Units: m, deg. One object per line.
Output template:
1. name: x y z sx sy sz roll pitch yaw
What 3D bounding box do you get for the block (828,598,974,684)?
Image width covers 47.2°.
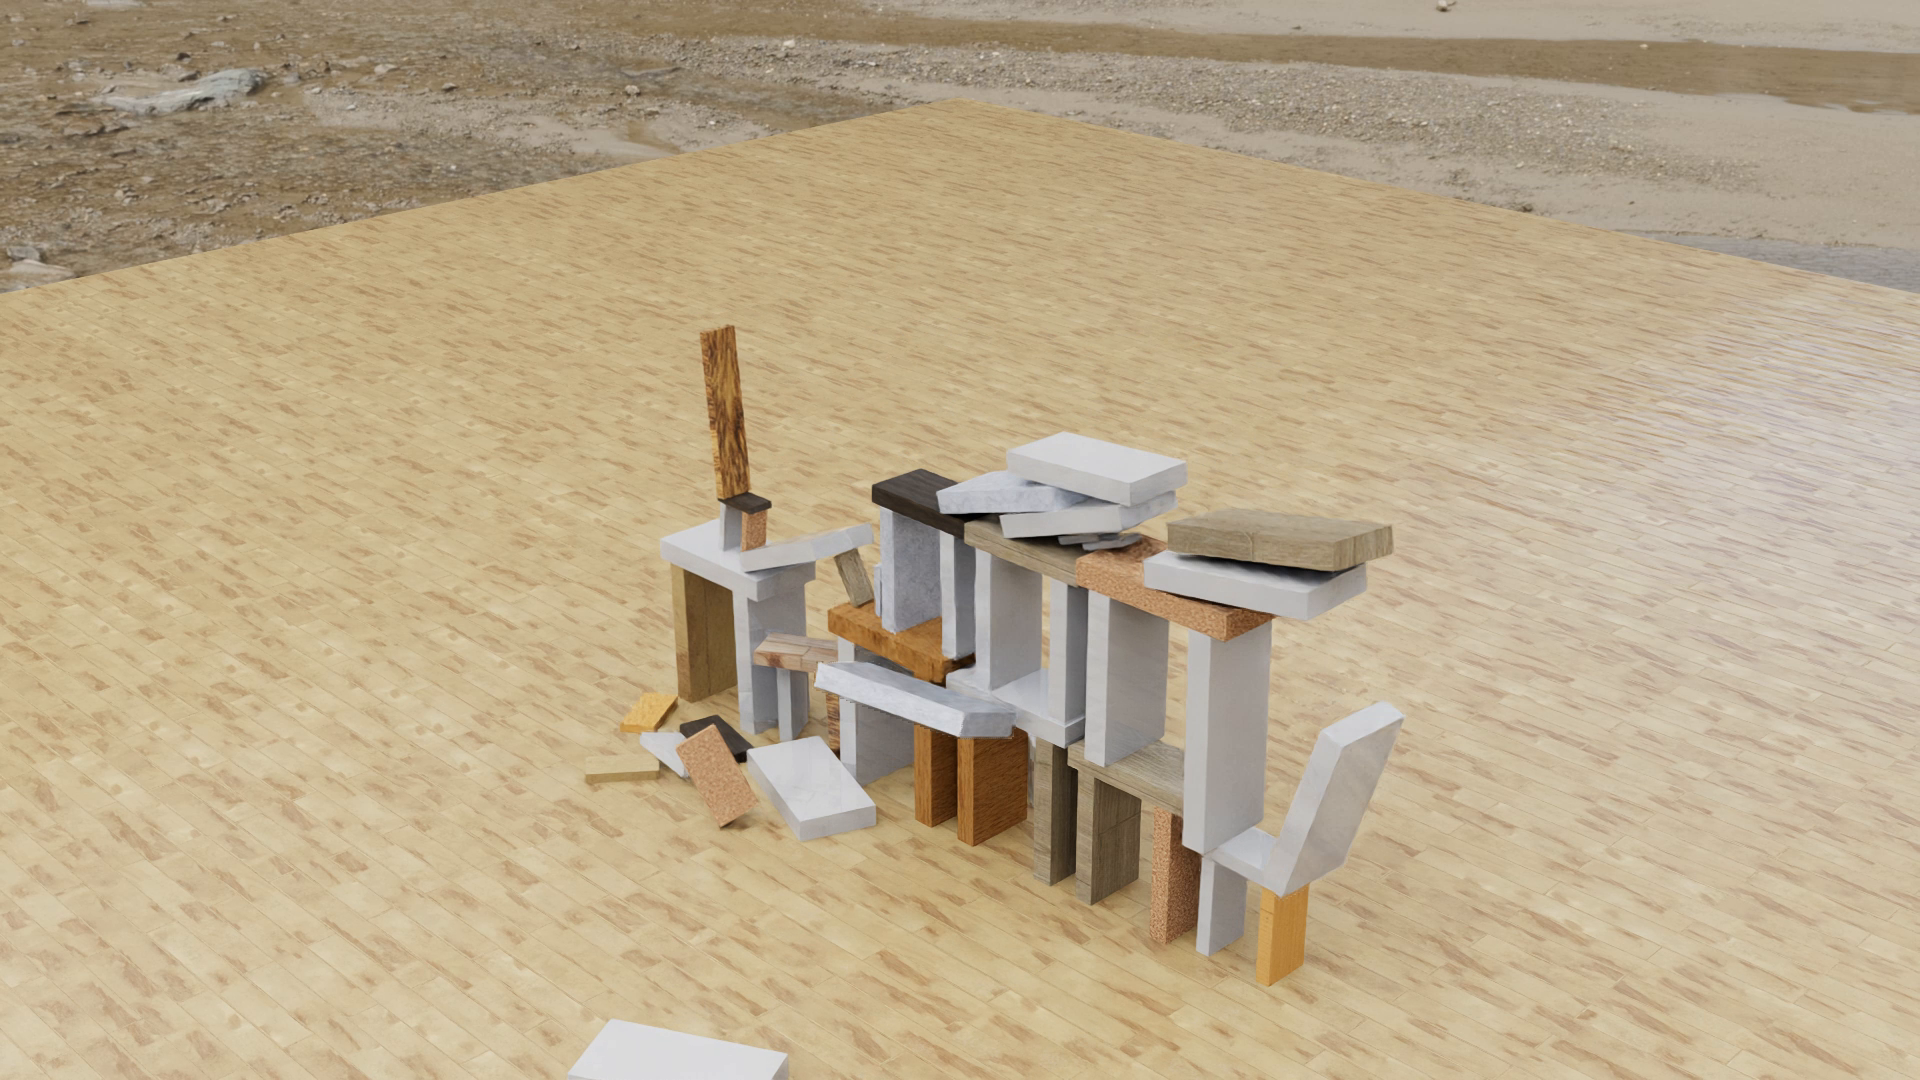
1. block: -0.092 0.187 4.404 0.167 0.047 0.334 -21 31 -40

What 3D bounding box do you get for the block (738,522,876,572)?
1. block: -0.321 0.016 4.561 0.148 0.042 0.297 -17 5 -35

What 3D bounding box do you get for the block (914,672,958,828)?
1. block: -0.015 0.393 4.406 0.167 0.334 0.047 -21 31 -41

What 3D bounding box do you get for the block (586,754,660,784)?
1. block: -0.706 0.478 4.607 0.152 0.022 0.076 -3 23 -6

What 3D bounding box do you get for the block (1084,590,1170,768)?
1. block: 0.304 0.226 3.986 0.048 0.339 0.170 21 31 40

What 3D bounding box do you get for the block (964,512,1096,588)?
1. block: 0.160 0.008 4.053 0.143 0.041 0.286 -21 31 -40

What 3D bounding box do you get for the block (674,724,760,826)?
1. block: -0.485 0.471 4.393 0.092 0.184 0.026 -30 8 -8

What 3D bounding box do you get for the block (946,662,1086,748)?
1. block: 0.138 0.301 4.202 0.310 0.044 0.155 21 31 40

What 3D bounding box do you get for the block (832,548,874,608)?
1. block: -0.214 0.075 4.474 0.016 0.110 0.055 -19 4 46

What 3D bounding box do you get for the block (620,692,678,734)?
1. block: -0.682 0.382 4.834 0.076 0.022 0.152 5 24 12

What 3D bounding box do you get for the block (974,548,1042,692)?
1. block: 0.093 0.132 4.179 0.041 0.286 0.143 21 31 40

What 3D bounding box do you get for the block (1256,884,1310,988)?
1. block: 0.572 0.681 3.896 0.029 0.203 0.102 22 31 40

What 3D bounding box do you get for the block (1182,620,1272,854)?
1. block: 0.468 0.328 3.851 0.170 0.423 0.048 -21 30 -40

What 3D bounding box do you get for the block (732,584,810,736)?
1. block: -0.407 0.243 4.768 0.046 0.328 0.164 19 30 40

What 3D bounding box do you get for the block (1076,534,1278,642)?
1. block: 0.385 0.079 3.835 0.170 0.048 0.339 -21 31 -40

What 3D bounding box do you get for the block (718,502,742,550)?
1. block: -0.492 -0.036 4.742 0.016 0.112 0.056 29 35 36

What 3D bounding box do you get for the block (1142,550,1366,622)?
1. block: 0.494 0.059 3.705 0.338 0.048 0.169 12 25 43

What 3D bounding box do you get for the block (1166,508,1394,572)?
1. block: 0.532 -0.003 3.674 0.338 0.048 0.169 8 15 44

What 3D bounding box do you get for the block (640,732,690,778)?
1. block: -0.589 0.451 4.632 0.092 0.026 0.184 4 16 -39

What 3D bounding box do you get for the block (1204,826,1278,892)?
1. block: 0.525 0.557 3.886 0.102 0.029 0.203 -18 29 -37

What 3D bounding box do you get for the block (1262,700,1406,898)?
1. block: 0.627 0.437 3.705 0.169 0.338 0.048 -18 45 -40

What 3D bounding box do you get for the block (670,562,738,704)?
1. block: -0.558 0.184 4.907 0.164 0.328 0.046 -21 30 -41

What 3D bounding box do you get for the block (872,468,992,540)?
1. block: -0.035 -0.071 4.236 0.130 0.037 0.261 -20 30 -39

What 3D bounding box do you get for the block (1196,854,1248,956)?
1. block: 0.477 0.644 3.983 0.102 0.203 0.029 -21 32 -40

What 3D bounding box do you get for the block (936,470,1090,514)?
1. block: 0.115 -0.092 4.071 0.150 0.043 0.302 -21 14 -41

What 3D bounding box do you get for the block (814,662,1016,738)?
1. block: -0.087 0.300 4.148 0.357 0.046 0.162 16 6 36

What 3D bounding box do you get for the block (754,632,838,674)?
1. block: -0.321 0.241 4.632 0.204 0.029 0.102 7 24 17

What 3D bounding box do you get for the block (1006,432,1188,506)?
1. block: 0.243 -0.130 3.935 0.150 0.043 0.301 -21 26 -39

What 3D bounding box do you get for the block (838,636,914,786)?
1. block: -0.171 0.332 4.551 0.167 0.334 0.047 -21 31 -41

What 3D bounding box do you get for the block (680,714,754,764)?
1. block: -0.520 0.432 4.709 0.092 0.026 0.184 -14 27 -29

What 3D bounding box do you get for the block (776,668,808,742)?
1. block: -0.361 0.322 4.740 0.029 0.204 0.102 6 24 14

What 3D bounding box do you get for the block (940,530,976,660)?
1. block: 0.023 0.089 4.240 0.131 0.261 0.037 -21 29 -40

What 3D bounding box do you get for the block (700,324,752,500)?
1. block: -0.494 -0.270 4.641 0.076 0.363 0.022 -21 25 -41

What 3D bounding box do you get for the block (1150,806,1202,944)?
1. block: 0.411 0.588 4.021 0.039 0.276 0.138 21 31 41

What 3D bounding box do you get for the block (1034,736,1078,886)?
1. block: 0.211 0.492 4.204 0.044 0.310 0.155 21 31 41

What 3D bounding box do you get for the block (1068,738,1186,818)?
1. block: 0.346 0.418 4.019 0.276 0.039 0.138 21 31 41

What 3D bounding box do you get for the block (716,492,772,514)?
1. block: -0.461 -0.084 4.688 0.056 0.016 0.113 -21 31 -40

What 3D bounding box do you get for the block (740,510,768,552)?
1. block: -0.440 -0.016 4.694 0.016 0.112 0.056 28 35 37

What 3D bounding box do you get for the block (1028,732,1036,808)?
1. block: 0.142 0.413 4.543 0.042 0.149 0.297 -6 32 -10

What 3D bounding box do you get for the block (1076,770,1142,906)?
1. block: 0.281 0.537 4.141 0.039 0.276 0.138 21 31 41

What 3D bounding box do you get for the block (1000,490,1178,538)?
1. block: 0.230 -0.051 3.958 0.150 0.043 0.301 -21 11 -40

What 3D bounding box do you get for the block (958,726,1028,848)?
1. block: 0.065 0.435 4.338 0.044 0.310 0.155 21 31 41

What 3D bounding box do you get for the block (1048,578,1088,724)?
1. block: 0.228 0.184 4.056 0.041 0.286 0.143 21 31 40

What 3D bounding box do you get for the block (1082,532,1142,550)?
1. block: 0.272 0.002 3.932 0.050 0.014 0.101 -21 10 -39

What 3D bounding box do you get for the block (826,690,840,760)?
1. block: -0.246 0.359 4.651 0.029 0.204 0.102 5 23 21

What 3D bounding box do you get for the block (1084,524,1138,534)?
1. block: 0.265 -0.025 3.925 0.050 0.014 0.101 -21 11 -38

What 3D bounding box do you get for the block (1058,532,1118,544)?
1. block: 0.231 -0.008 3.973 0.050 0.014 0.101 -22 11 -41

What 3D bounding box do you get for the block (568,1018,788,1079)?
1. block: -0.463 0.882 3.624 0.323 0.046 0.162 7 24 16

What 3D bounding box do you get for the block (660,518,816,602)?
1. block: -0.483 0.041 4.764 0.328 0.046 0.164 21 31 41

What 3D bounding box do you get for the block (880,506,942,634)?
1. block: -0.095 0.043 4.350 0.130 0.261 0.037 -20 30 -39

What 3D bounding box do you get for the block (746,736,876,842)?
1. block: -0.308 0.506 4.510 0.162 0.046 0.323 -10 25 -22

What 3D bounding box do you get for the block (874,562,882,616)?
1. block: -0.145 0.095 4.421 0.055 0.110 0.016 -20 30 -38
